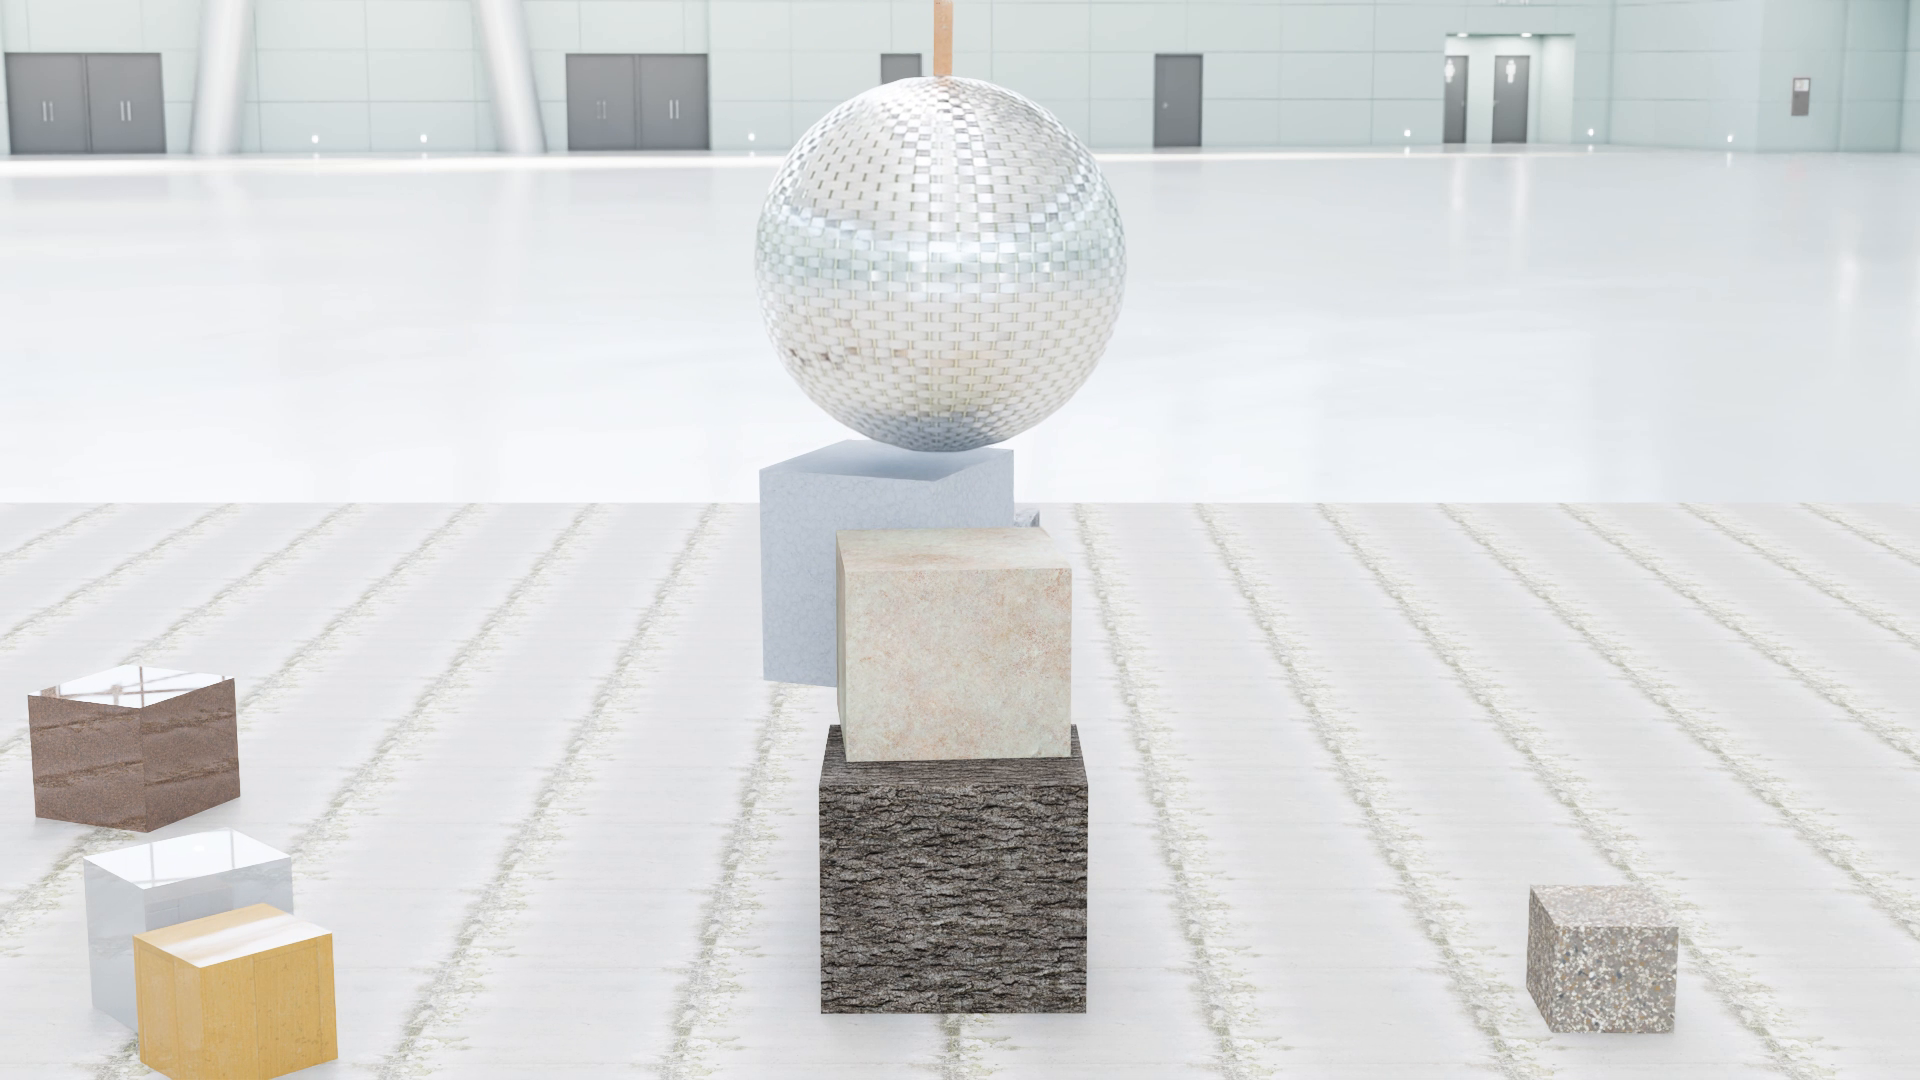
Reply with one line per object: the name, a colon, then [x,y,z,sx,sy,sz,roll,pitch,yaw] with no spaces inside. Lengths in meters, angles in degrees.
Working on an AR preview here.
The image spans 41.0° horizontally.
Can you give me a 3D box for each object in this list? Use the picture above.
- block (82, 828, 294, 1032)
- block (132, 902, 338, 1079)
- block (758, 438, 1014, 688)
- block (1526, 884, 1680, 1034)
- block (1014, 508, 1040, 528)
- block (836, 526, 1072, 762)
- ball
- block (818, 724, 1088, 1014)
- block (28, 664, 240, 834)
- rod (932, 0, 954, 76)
block: [-2.922,1.486,9.751,0.588,0.587,0.519,-9,14,-41]
block: [-2.598,1.641,9.207,0.475,0.476,0.520,10,14,44]
block: [-0.306,0.102,11.287,0.819,0.928,0.887,4,12,23]
block: [2.425,1.581,9.714,0.451,0.414,0.492,0,10,1]
block: [0.022,0.236,12.827,0.710,0.738,0.664,1,6,5]
block: [-0.044,0.399,10.297,0.868,0.745,0.915,-1,10,-5]
ball: [-0.085,-1.173,10.967,1.600,1.600,1.600,0,10,0]
block: [-0.026,1.271,10.079,1.004,0.892,0.917,0,10,0]
block: [-3.981,0.997,12.395,0.672,0.603,0.676,4,11,23]
rod: [-0.037,-4.518,10.359,0.080,5.200,0.080,1,10,0]
